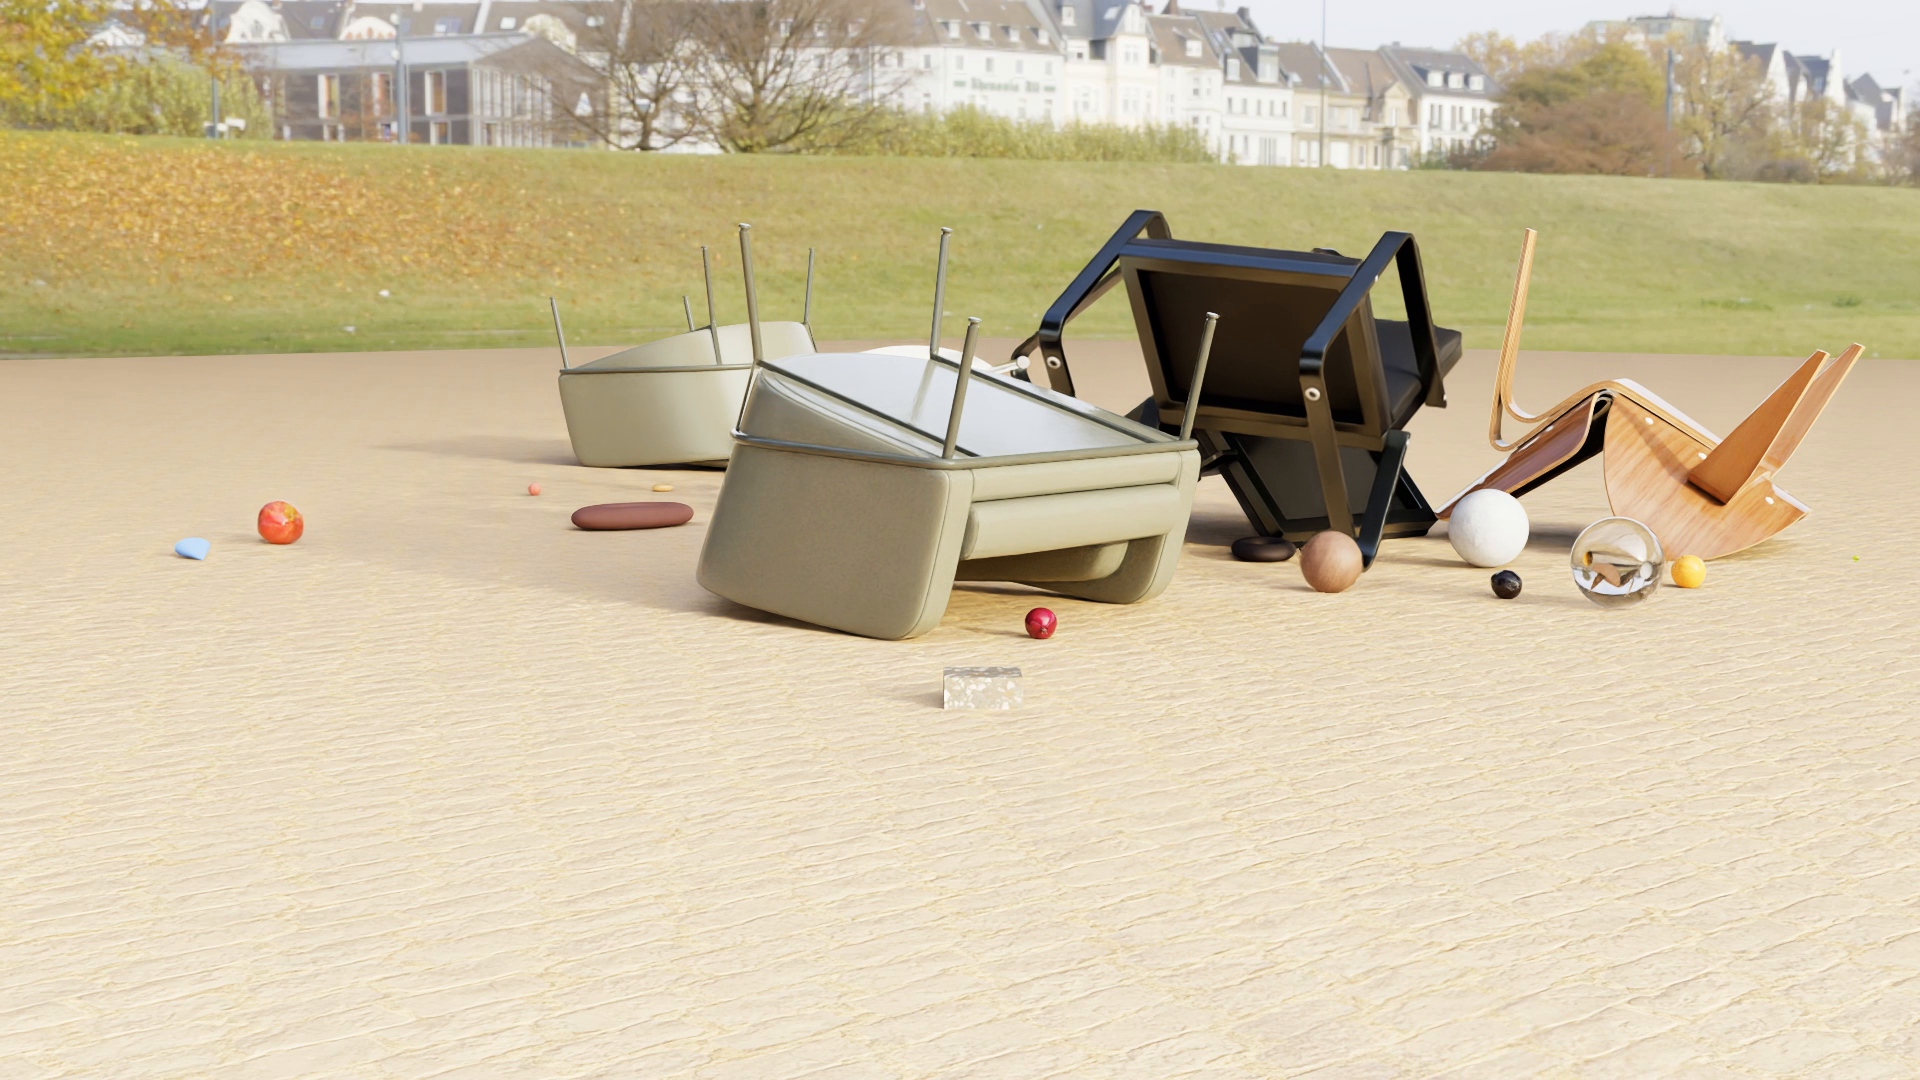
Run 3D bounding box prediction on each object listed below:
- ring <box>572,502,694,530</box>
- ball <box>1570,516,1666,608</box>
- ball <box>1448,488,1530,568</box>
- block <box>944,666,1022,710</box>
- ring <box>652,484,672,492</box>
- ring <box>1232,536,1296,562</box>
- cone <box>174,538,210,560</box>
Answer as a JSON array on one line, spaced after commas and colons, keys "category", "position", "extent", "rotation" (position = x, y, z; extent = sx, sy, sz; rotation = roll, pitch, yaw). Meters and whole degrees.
[{"category": "ring", "position": [-0.860, -0.064, 6.751], "extent": [0.370, 0.059, 0.217], "rotation": [-5, 7, -45]}, {"category": "ball", "position": [1.302, 0.045, 5.081], "extent": [0.184, 0.184, 0.184], "rotation": [0, 6, 0]}, {"category": "ball", "position": [1.194, -0.026, 5.795], "extent": [0.179, 0.179, 0.179], "rotation": [0, 6, 0]}, {"category": "block", "position": [0.035, 0.228, 3.961], "extent": [0.119, 0.049, 0.109], "rotation": [0, 6, -1]}, {"category": "ring", "position": [-0.912, -0.160, 7.868], "extent": [0.061, 0.021, 0.068], "rotation": [4, 6, 30]}, {"category": "ring", "position": [0.712, 0.021, 6.018], "extent": [0.152, 0.040, 0.285], "rotation": [2, 6, 7]}, {"category": "cone", "position": [-1.778, 0.032, 5.984], "extent": [0.085, 0.049, 0.086], "rotation": [-2, 22, -33]}]
